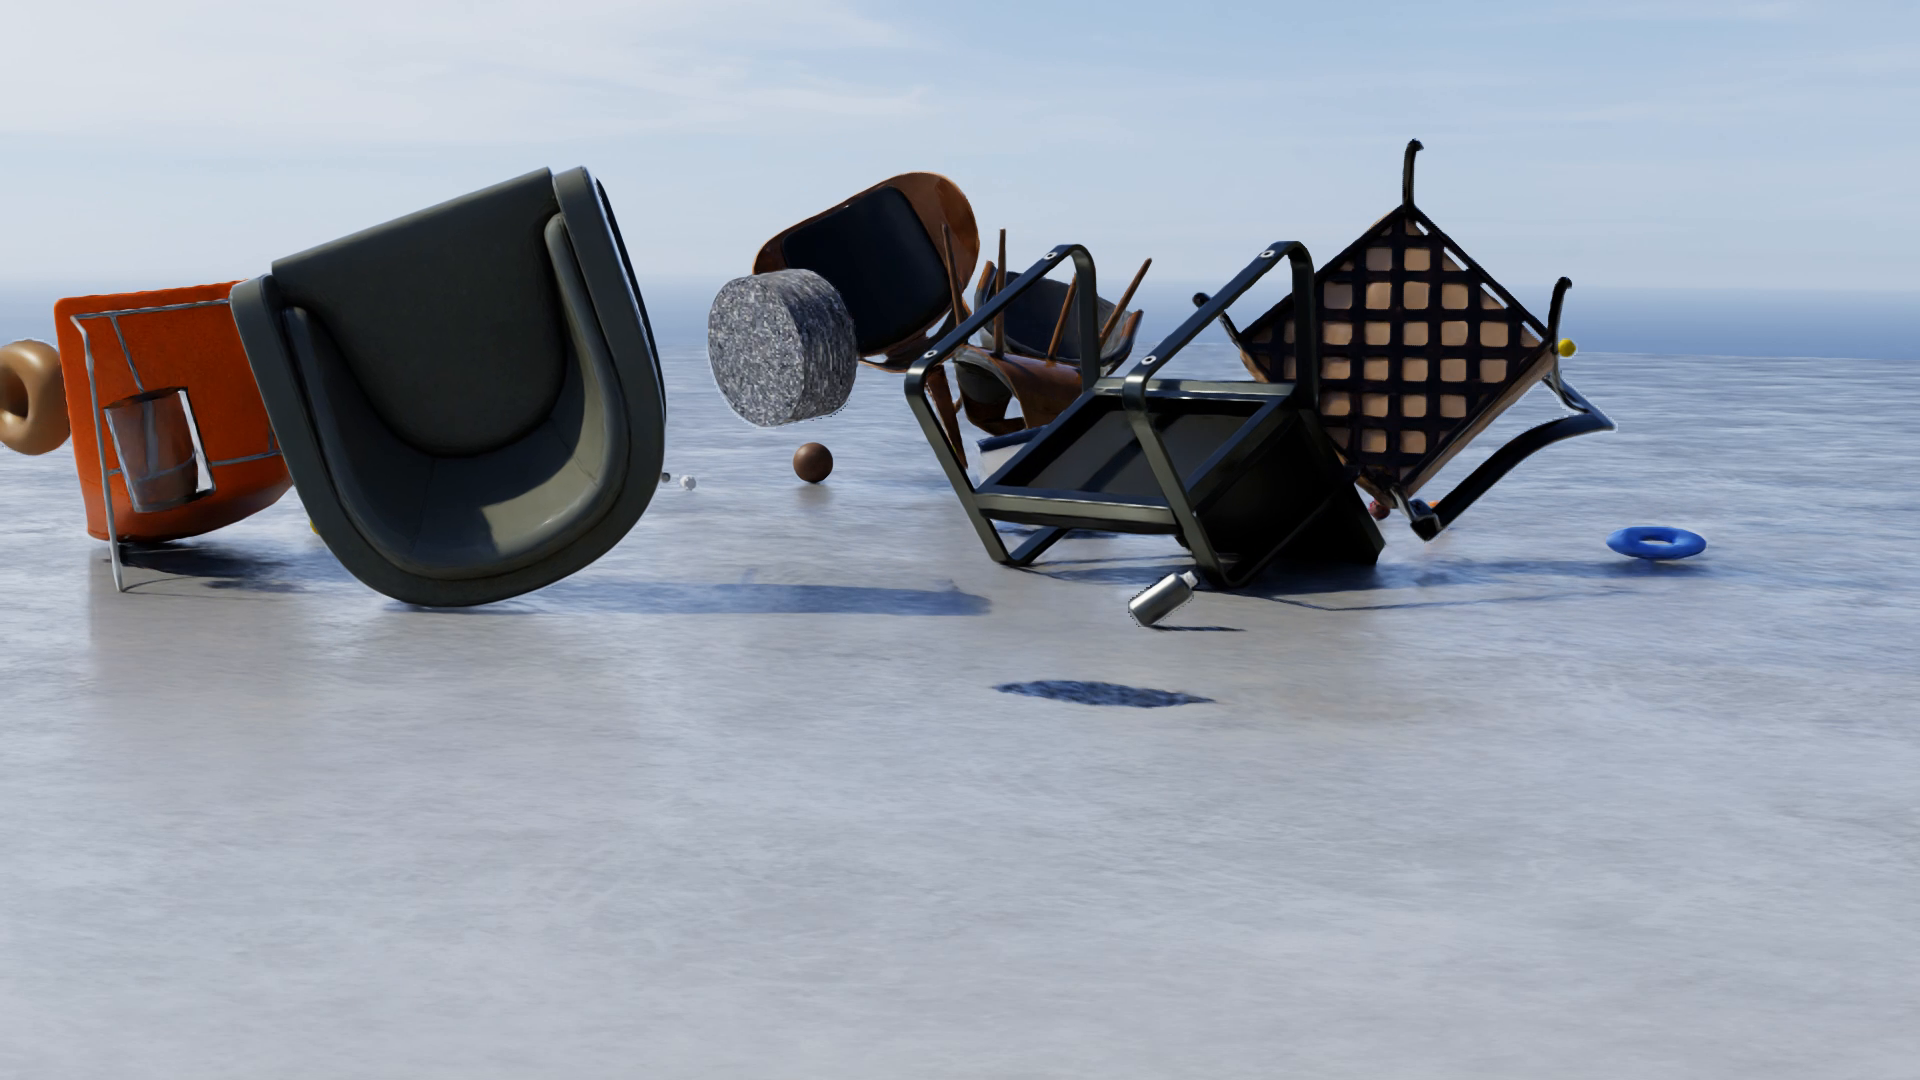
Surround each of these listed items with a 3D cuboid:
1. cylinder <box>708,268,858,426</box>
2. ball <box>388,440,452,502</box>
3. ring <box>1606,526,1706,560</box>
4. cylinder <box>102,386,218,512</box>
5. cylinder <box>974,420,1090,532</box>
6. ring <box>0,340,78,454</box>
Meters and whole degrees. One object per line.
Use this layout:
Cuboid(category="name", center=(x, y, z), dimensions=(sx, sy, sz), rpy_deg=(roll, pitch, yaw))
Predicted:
Cuboid(category="cylinder", center=(-0.289, -0.312, 4.153), dimensions=(0.106, 0.243, 0.268), rpy_deg=(-14, 19, -37))
Cuboid(category="ball", center=(-1.578, -0.204, 7.504), dimensions=(0.182, 0.182, 0.182), rpy_deg=(0, 6, 0))
Cuboid(category="ring", center=(1.623, 0.006, 5.980), dimensions=(0.242, 0.086, 0.039), rpy_deg=(2, -37, -5))
Cuboid(category="cylinder", center=(-1.714, -0.195, 5.500), dimensions=(0.178, 0.230, 0.169), rpy_deg=(-16, 15, -15))
Cuboid(category="cylinder", center=(0.185, -0.165, 6.586), dimensions=(0.247, 0.258, 0.206), rpy_deg=(-13, 39, -4))
Cuboid(category="ring", center=(-2.146, -0.329, 5.921), dimensions=(0.104, 0.266, 0.413), rpy_deg=(-13, 6, -41))
